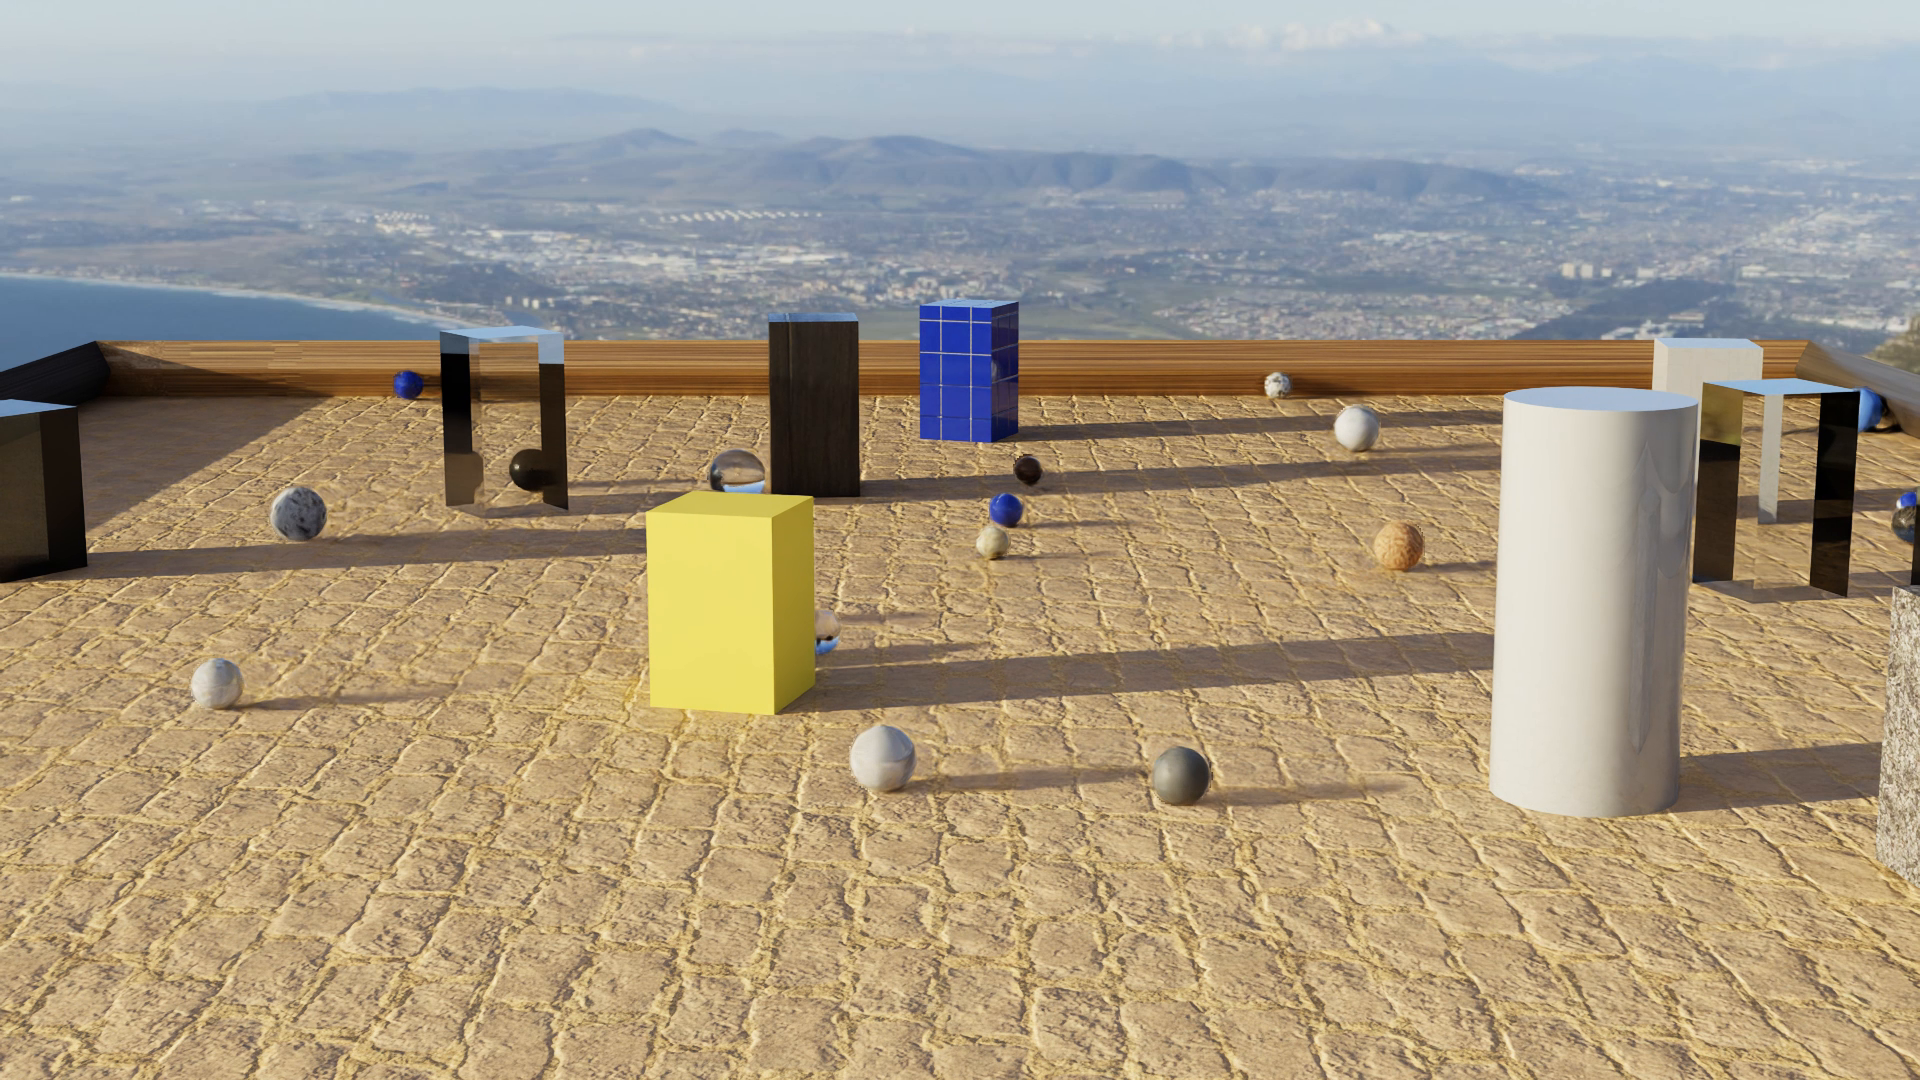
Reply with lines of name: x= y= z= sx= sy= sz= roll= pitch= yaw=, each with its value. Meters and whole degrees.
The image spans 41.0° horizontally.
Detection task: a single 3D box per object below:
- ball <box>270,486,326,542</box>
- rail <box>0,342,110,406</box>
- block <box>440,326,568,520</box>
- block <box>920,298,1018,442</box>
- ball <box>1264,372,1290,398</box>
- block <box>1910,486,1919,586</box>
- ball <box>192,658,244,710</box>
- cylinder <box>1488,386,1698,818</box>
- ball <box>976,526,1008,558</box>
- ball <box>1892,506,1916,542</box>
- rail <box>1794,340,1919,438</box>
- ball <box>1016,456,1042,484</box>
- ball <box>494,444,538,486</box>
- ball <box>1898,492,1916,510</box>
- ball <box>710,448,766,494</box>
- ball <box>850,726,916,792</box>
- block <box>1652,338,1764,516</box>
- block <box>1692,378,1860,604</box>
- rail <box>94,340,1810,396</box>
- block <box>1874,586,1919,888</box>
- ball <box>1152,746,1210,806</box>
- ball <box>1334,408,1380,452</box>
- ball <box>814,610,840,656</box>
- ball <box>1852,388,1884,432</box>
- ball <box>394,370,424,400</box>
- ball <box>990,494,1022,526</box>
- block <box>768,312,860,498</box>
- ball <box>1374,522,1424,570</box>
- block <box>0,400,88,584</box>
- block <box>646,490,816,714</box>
ball: x=-1.014 y=-0.039 z=3.933 sx=0.084 sy=0.084 sz=0.084 roll=0 pitch=11 yaw=0
rail: x=-1.859 y=0.033 z=3.439 sx=0.045 sy=0.121 sz=4.462 roll=0 pitch=11 yaw=0
block: x=-0.747 y=-0.195 z=4.203 sx=0.149 sy=0.292 sz=0.149 roll=-7 pitch=13 yaw=-35
block: x=0.019 y=-0.333 z=5.024 sx=0.149 sy=0.261 sz=0.149 roll=4 pitch=11 yaw=21
ball: x=0.692 y=-0.336 z=5.593 sx=0.058 sy=0.058 sz=0.058 roll=0 pitch=11 yaw=0
block: x=1.246 y=0.052 z=3.059 sx=0.149 sy=0.225 sz=0.149 roll=-5 pitch=12 yaw=-26
ball: x=-0.844 y=0.164 z=2.916 sx=0.058 sy=0.058 sz=0.058 roll=0 pitch=11 yaw=0
cylinder: x=0.629 y=0.057 z=2.556 sx=0.186 sy=0.400 sz=0.186 roll=0 pitch=11 yaw=0
ball: x=0.048 y=0.004 z=3.799 sx=0.047 sy=0.047 sz=0.047 roll=0 pitch=11 yaw=0
ball: x=1.456 y=-0.024 z=3.927 sx=0.057 sy=0.057 sz=0.057 roll=0 pitch=11 yaw=0
rail: x=1.859 y=0.029 z=3.460 sx=0.045 sy=0.121 sz=4.462 roll=0 pitch=11 yaw=0
ball: x=0.119 y=-0.122 z=4.473 sx=0.047 sy=0.047 sz=0.047 roll=0 pitch=11 yaw=0
ball: x=-0.768 y=-0.129 z=4.440 sx=0.074 sy=0.074 sz=0.074 roll=0 pitch=11 yaw=0
ball: x=1.534 y=-0.056 z=4.139 sx=0.041 sy=0.041 sz=0.041 roll=0 pitch=11 yaw=0
ball: x=-0.369 y=-0.105 z=4.258 sx=0.093 sy=0.093 sz=0.093 roll=0 pitch=11 yaw=0
ball: x=-0.077 y=0.220 z=2.588 sx=0.067 sy=0.067 sz=0.067 roll=0 pitch=11 yaw=0
block: x=1.219 y=-0.187 z=4.205 sx=0.149 sy=0.273 sz=0.149 roll=1 pitch=11 yaw=7
block: x=1.127 y=-0.071 z=3.550 sx=0.149 sy=0.286 sz=0.149 roll=-3 pitch=11 yaw=-16
rail: x=-0.013 y=-0.374 z=5.619 sx=3.766 sy=0.121 sz=0.045 roll=0 pitch=11 yaw=0
block: x=0.928 y=0.180 z=2.286 sx=0.149 sy=0.258 sz=0.149 roll=-1 pitch=11 yaw=-6
ball: x=0.219 y=0.234 z=2.542 sx=0.057 sy=0.057 sz=0.057 roll=0 pitch=11 yaw=0
ball: x=0.750 y=-0.209 z=4.843 sx=0.083 sy=0.083 sz=0.083 roll=0 pitch=11 yaw=0
ball: x=-0.176 y=0.115 z=3.184 sx=0.056 sy=0.056 sz=0.056 roll=0 pitch=11 yaw=0
ball: x=1.786 y=-0.258 z=5.089 sx=0.089 sy=0.089 sz=0.089 roll=0 pitch=11 yaw=0
ball: x=-1.198 y=-0.336 z=5.576 sx=0.063 sy=0.063 sz=0.063 roll=0 pitch=11 yaw=0
ball: x=0.073 y=-0.047 z=4.060 sx=0.052 sy=0.052 sz=0.052 roll=0 pitch=11 yaw=0
block: x=-0.250 y=-0.232 z=4.378 sx=0.149 sy=0.298 sz=0.149 roll=-1 pitch=11 yaw=-5
ball: x=0.635 y=0.009 z=3.711 sx=0.070 sy=0.070 sz=0.070 roll=0 pitch=11 yaw=0
block: x=-1.376 y=-0.073 z=3.700 sx=0.149 sy=0.235 sz=0.149 roll=7 pitch=13 yaw=32
block: x=-0.262 y=0.070 z=2.963 sx=0.149 sy=0.226 sz=0.149 roll=3 pitch=11 yaw=15
